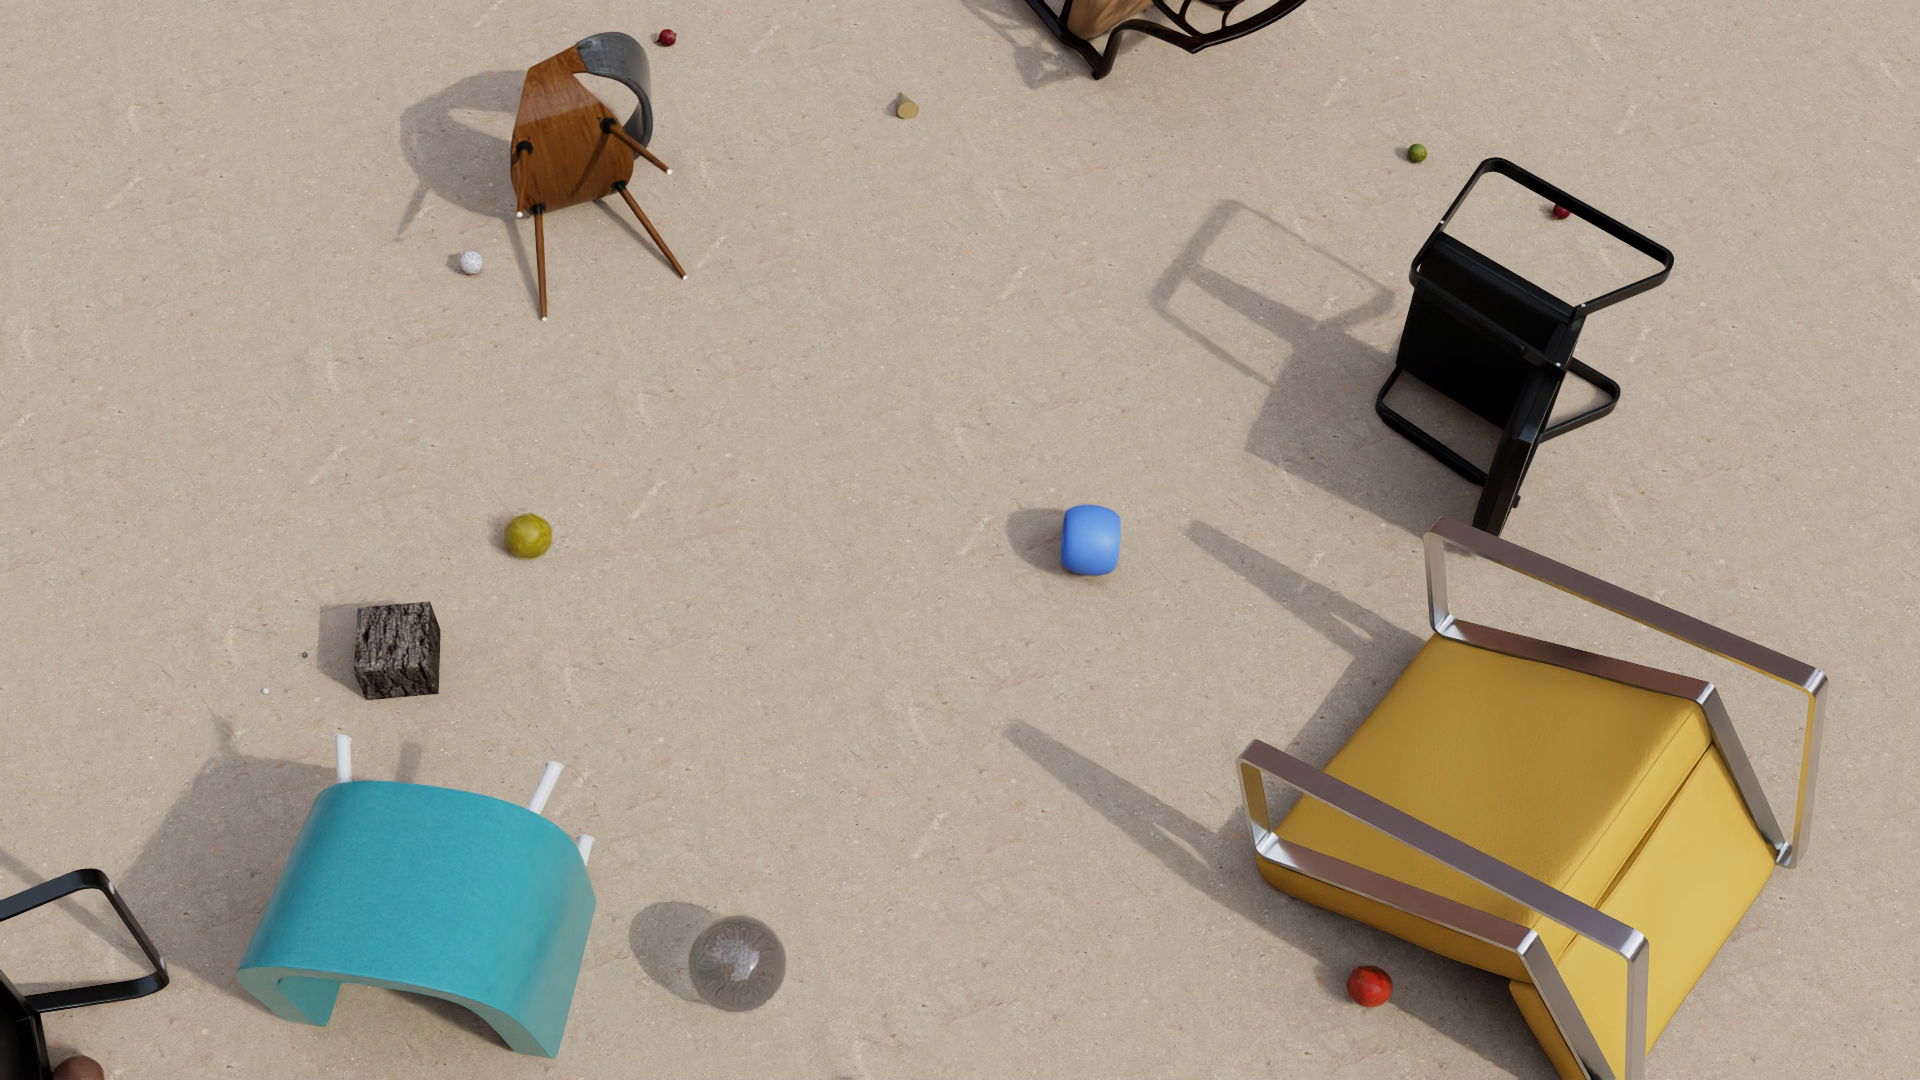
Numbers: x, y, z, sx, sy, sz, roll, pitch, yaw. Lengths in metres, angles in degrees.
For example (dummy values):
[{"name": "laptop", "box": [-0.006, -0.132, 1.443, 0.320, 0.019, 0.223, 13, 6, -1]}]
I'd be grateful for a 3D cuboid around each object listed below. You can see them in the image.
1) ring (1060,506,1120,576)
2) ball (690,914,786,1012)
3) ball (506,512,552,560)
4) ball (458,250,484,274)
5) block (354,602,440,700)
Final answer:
[{"name": "ring", "box": [0.384, 0.001, 6.459, 0.161, 0.198, 0.221, 5, 39, -1]}, {"name": "ball", "box": [-0.575, 1.096, 5.688, 0.250, 0.250, 0.250, 0, 56, 0]}, {"name": "ball", "box": [-1.273, -0.012, 6.500, 0.137, 0.137, 0.137, 0, 56, 0]}, {"name": "ball", "box": [-1.584, -0.900, 7.130, 0.079, 0.079, 0.079, 0, 56, 0]}, {"name": "block", "box": [-1.602, 0.316, 6.268, 0.204, 0.155, 0.216, -5, 56, -3]}]
